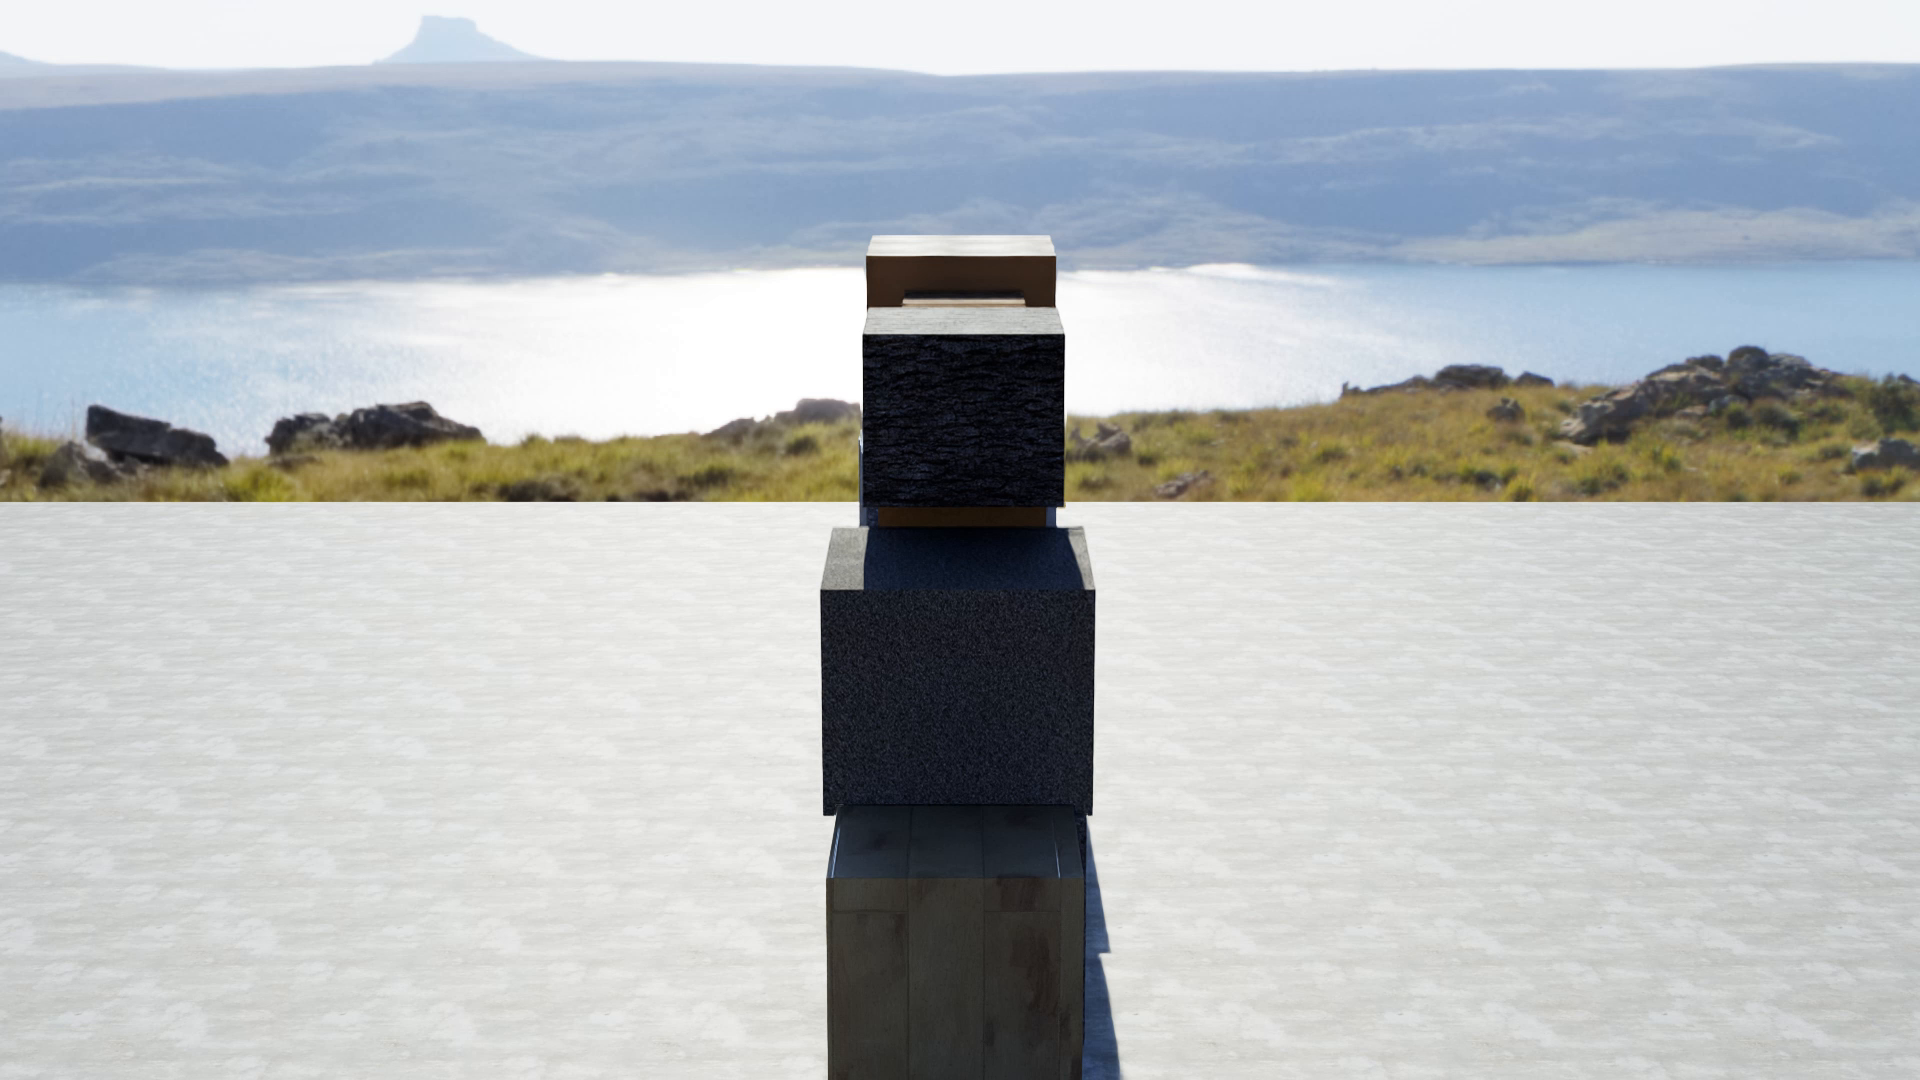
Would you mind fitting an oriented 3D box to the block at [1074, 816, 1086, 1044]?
[{"bbox_3d":[0.015,1.353,9.716,0.881,0.861,0.807,0,10,0],"label":"block"}]

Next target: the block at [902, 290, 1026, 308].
[{"bbox_3d":[0.018,-0.752,11.294,0.526,0.637,0.575,0,12,0],"label":"block"}]

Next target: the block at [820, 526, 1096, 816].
[{"bbox_3d":[-0.007,0.472,9.611,0.976,0.849,0.924,0,14,0],"label":"block"}]

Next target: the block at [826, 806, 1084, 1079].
[{"bbox_3d":[-0.017,1.479,8.893,0.846,0.909,0.837,0,10,0],"label":"block"}]

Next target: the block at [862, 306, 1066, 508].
[{"bbox_3d":[0.013,-0.527,9.970,0.758,0.659,0.741,0,13,0],"label":"block"}]

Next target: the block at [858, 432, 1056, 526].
[{"bbox_3d":[-0.009,-0.133,11.881,0.880,0.792,0.873,0,10,0],"label":"block"}]

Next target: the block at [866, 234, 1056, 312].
[{"bbox_3d":[0.005,-1.001,11.987,0.852,0.754,0.873,0,13,0],"label":"block"}]

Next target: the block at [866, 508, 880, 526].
[{"bbox_3d":[-0.015,0.027,11.110,0.750,0.753,0.687,0,10,0],"label":"block"}]

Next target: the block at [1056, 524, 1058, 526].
[{"bbox_3d":[0.015,0.510,13.728,1.030,1.084,1.036,0,10,0],"label":"block"}]

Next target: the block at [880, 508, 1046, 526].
[{"bbox_3d":[0.011,0.136,10.396,0.651,0.826,0.698,0,13,0],"label":"block"}]
